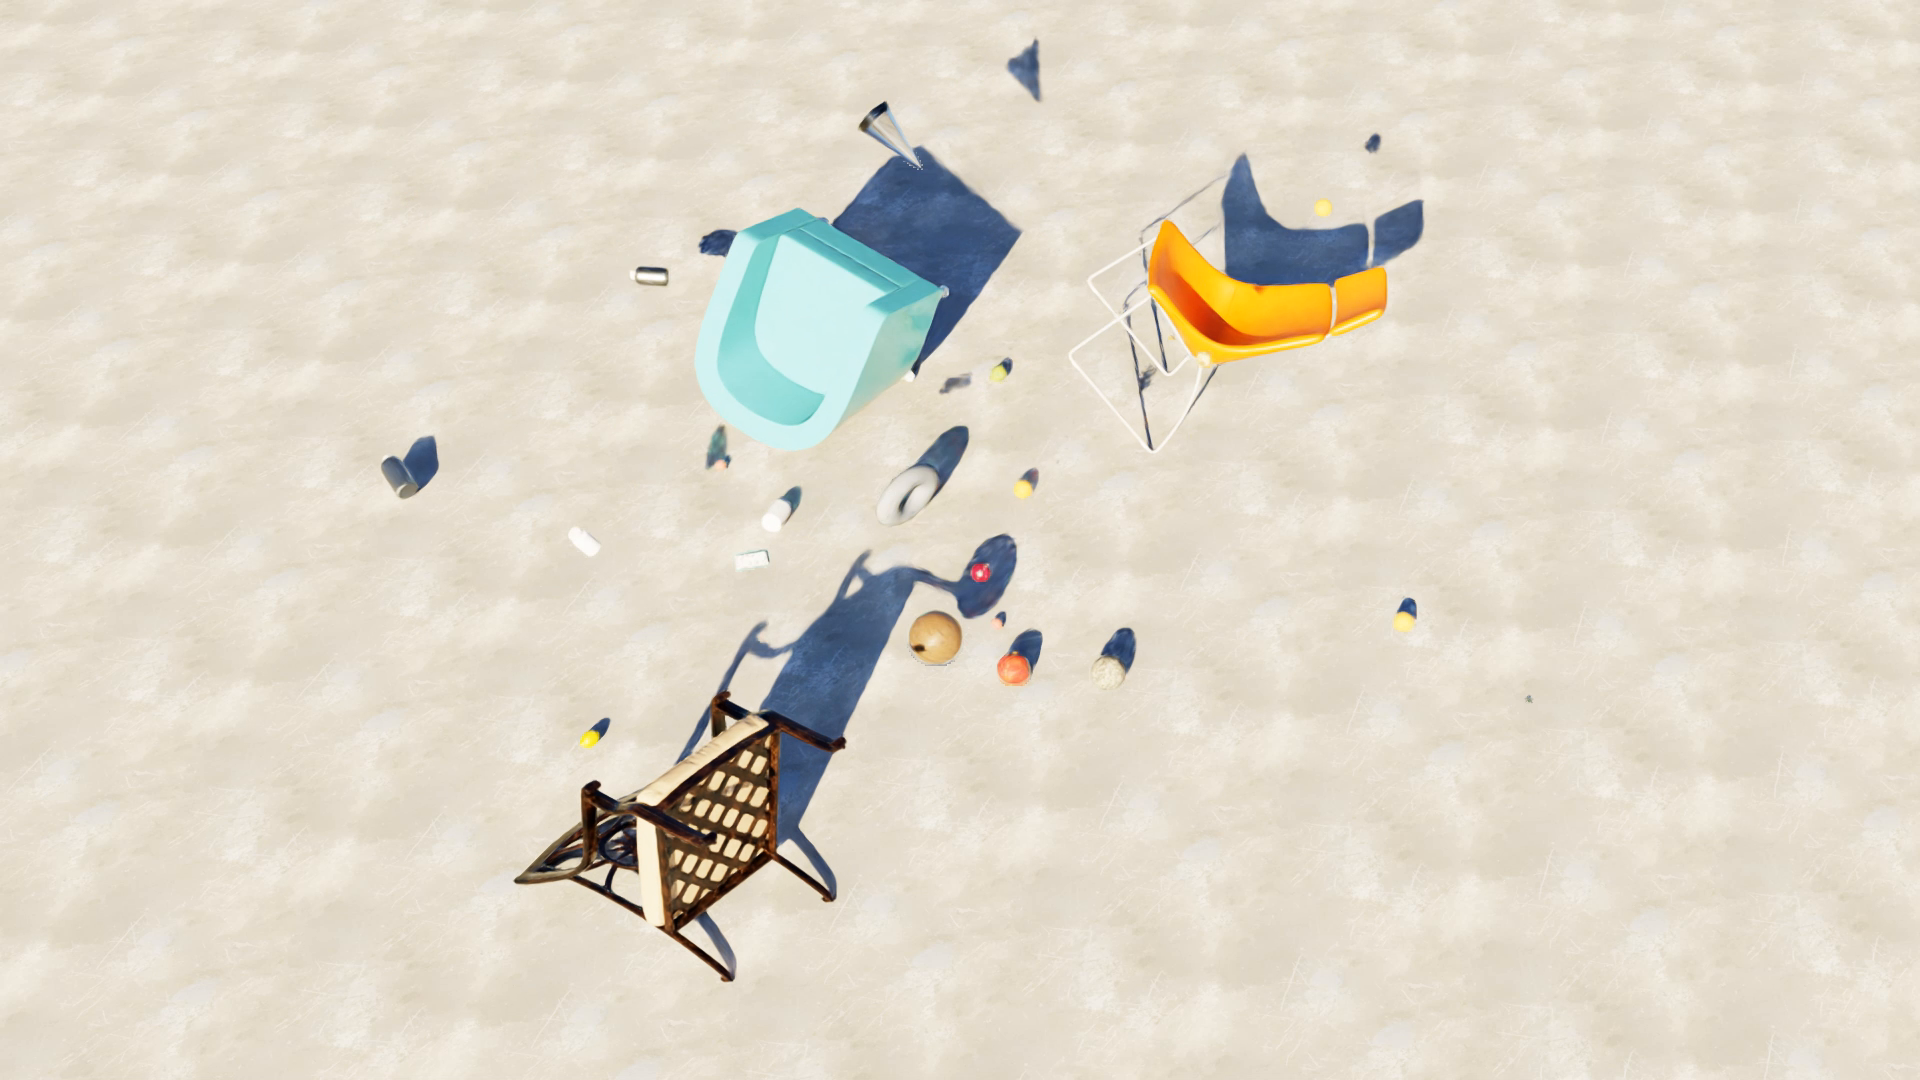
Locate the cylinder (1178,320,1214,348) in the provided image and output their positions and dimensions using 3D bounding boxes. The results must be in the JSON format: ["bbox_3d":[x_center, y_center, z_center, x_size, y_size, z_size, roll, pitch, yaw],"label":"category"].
[{"bbox_3d":[0.977,-0.853,12.134,0.110,0.134,0.089,18,79,25],"label":"cylinder"}]

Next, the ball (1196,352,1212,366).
[{"bbox_3d":[0.845,-0.627,10.150,0.053,0.053,0.053,0,33,0],"label":"ball"}]

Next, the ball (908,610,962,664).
[{"bbox_3d":[-0.082,0.330,9.972,0.185,0.185,0.185,0,33,0],"label":"ball"}]

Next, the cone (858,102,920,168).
[{"bbox_3d":[-0.253,-1.605,11.833,0.299,0.162,0.148,48,16,8],"label":"cone"}]

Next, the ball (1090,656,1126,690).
[{"bbox_3d":[0.512,0.458,10.140,0.120,0.120,0.120,0,33,0],"label":"ball"}]

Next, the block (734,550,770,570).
[{"bbox_3d":[-0.653,0.060,9.212,0.101,0.041,0.037,-10,9,6],"label":"block"}]

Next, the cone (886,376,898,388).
[{"bbox_3d":[-0.282,-0.632,11.887,0.037,0.038,0.053,32,66,29],"label":"cone"}]

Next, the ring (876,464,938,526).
[{"bbox_3d":[-0.197,-0.169,10.978,0.073,0.233,0.350,31,40,25],"label":"ring"}]
